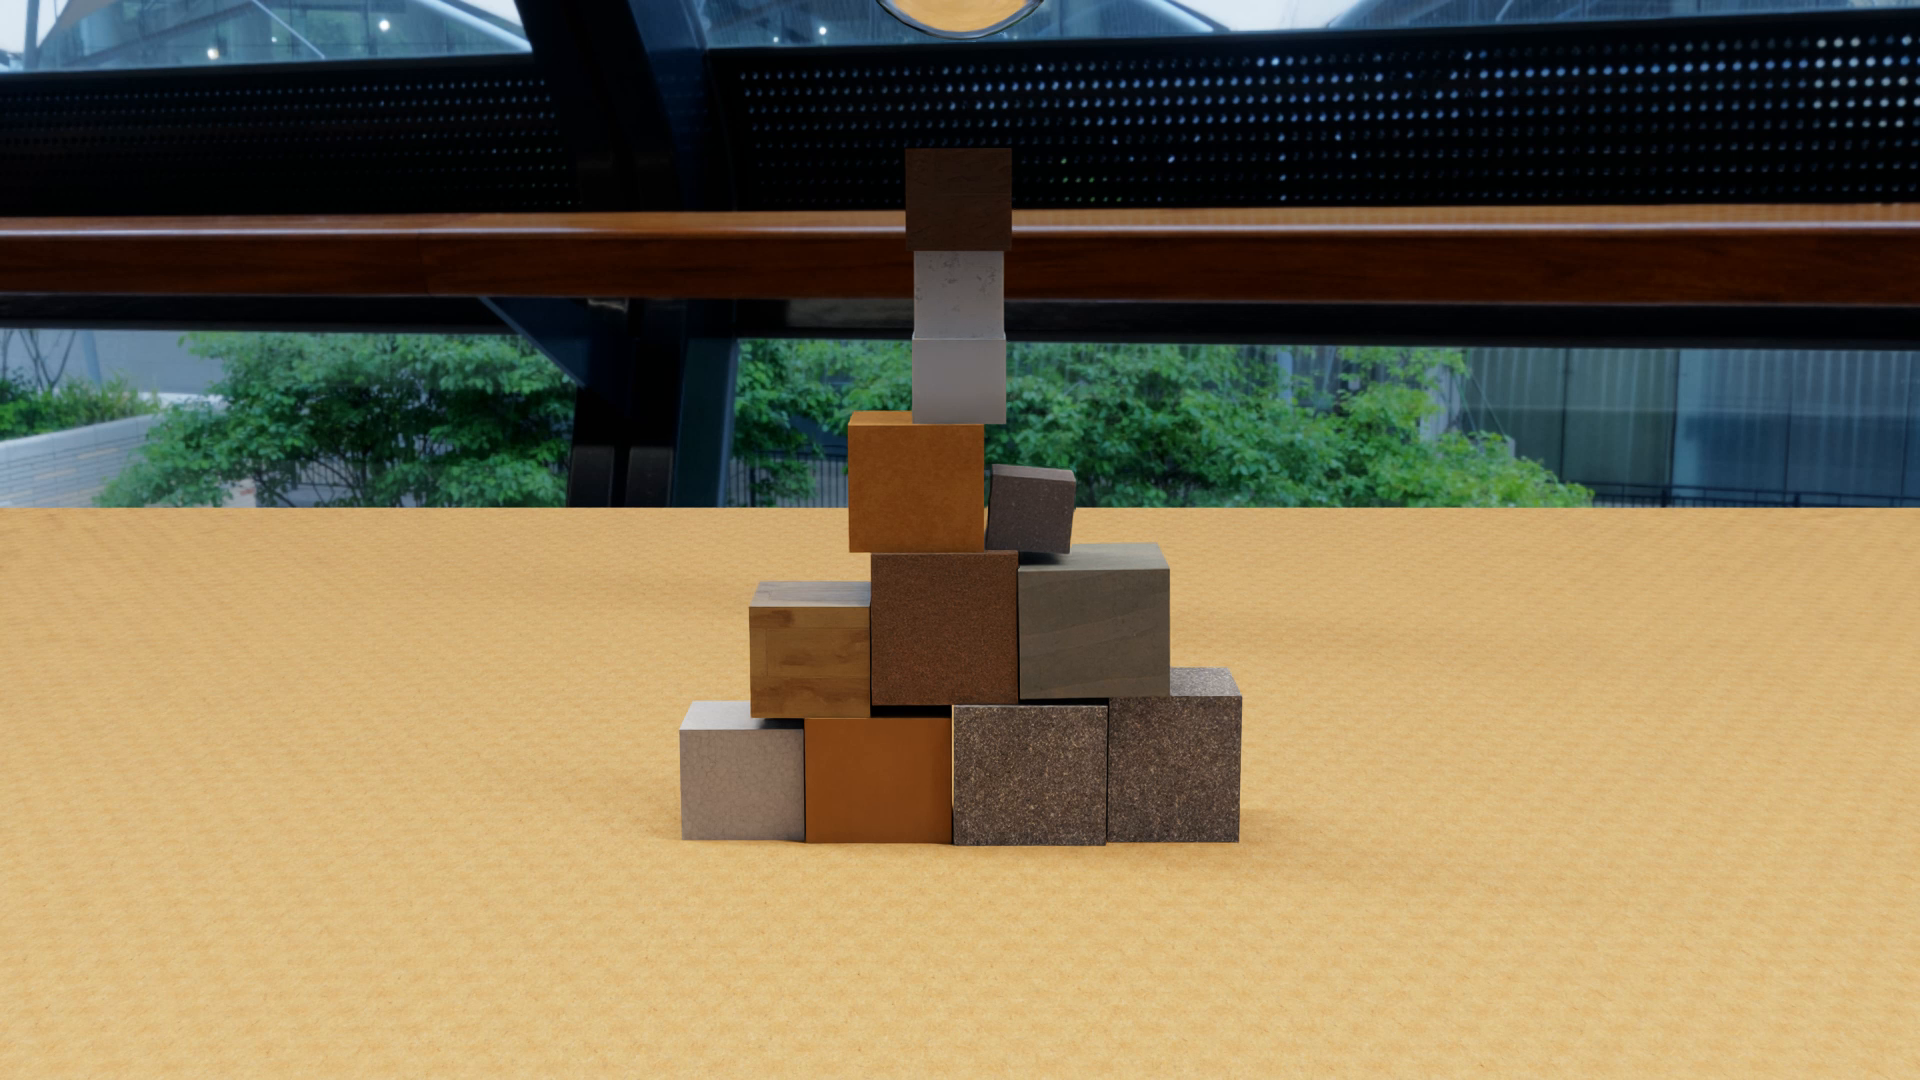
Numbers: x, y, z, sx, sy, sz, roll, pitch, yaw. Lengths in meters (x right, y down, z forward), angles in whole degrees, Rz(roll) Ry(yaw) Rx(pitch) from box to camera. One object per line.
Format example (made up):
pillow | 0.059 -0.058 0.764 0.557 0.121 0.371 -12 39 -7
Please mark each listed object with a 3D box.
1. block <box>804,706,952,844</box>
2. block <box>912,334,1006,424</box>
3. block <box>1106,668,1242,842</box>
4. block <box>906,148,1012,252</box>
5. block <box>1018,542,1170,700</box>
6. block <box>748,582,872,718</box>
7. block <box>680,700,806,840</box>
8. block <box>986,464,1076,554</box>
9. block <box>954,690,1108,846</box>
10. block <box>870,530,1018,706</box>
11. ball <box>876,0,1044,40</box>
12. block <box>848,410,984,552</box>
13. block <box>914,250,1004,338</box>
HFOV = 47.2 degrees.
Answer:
block | -0.411 1.157 11.382 0.736 0.650 0.645 0 10 0
block | -0.004 -0.818 11.025 0.464 0.417 0.466 0 10 0
block | 1.080 1.102 11.373 0.668 0.763 0.615 0 10 0
block | -0.007 -1.689 10.879 0.515 0.490 0.497 0 10 0
block | 0.668 0.403 11.271 0.749 0.650 0.722 -1 10 0
block | -0.749 0.554 11.286 0.599 0.571 0.640 0 10 0
block | -1.101 1.189 11.400 0.625 0.583 0.569 0 10 0
block | 0.355 -0.161 11.134 0.416 0.368 0.378 5 10 -1
block | 0.352 1.123 11.374 0.769 0.721 0.715 0 10 0
block | -0.076 0.388 11.264 0.729 0.767 0.683 0 10 0
ball | 0.000 -4.372 15.625 1.600 1.600 1.600 0 10 0
block | -0.216 -0.303 11.142 0.671 0.636 0.589 0 10 0
block | -0.005 -1.234 10.945 0.441 0.430 0.373 0 10 0
